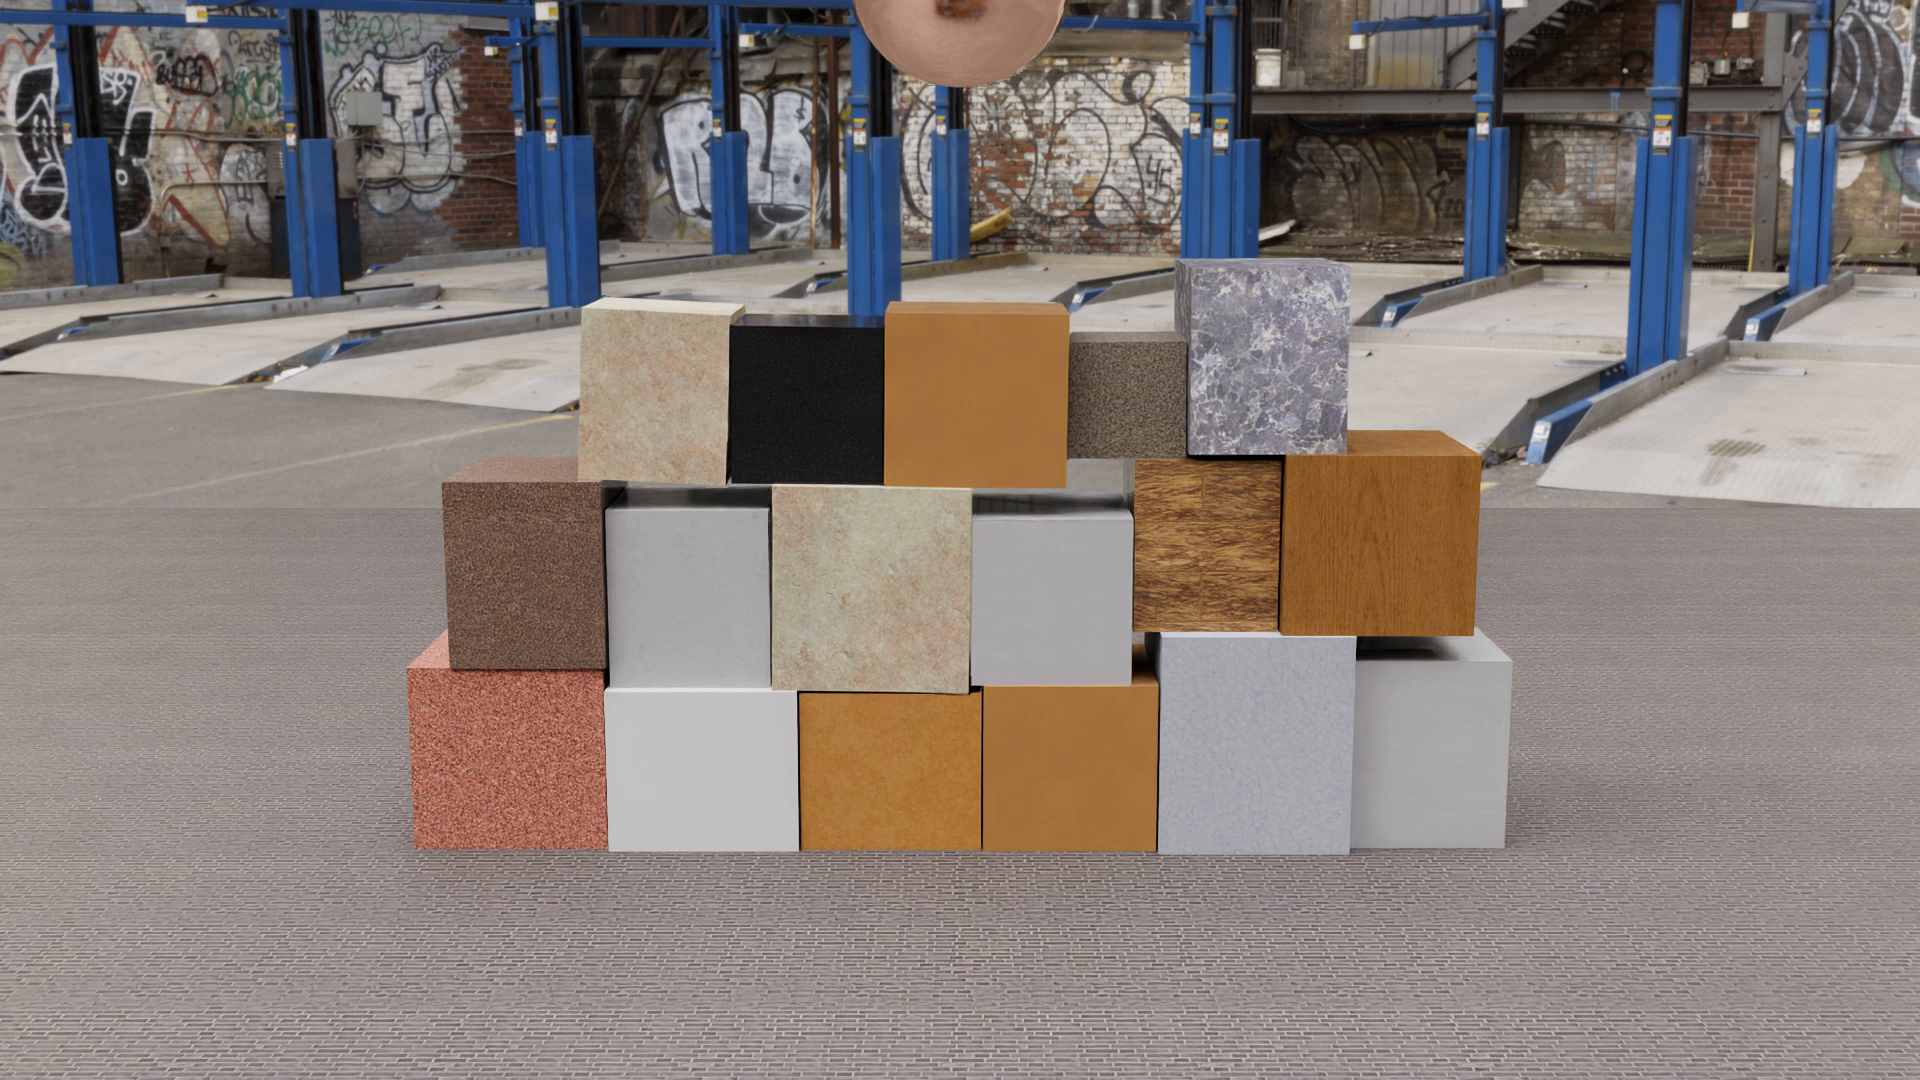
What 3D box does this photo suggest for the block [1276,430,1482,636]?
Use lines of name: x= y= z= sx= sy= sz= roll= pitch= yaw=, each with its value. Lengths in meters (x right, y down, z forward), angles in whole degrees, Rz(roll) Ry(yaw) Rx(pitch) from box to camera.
block: x=2.050 y=-0.053 z=11.169 sx=0.941 sy=0.893 sz=0.954 roll=0 pitch=10 yaw=0

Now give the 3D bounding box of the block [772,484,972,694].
block: x=-0.436 y=0.168 z=11.225 sx=0.972 sy=1.021 sz=0.900 roll=1 pitch=10 yaw=0

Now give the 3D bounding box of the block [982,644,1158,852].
block: x=0.548 y=1.055 z=11.391 sx=0.865 sy=0.848 sz=0.953 roll=0 pitch=10 yaw=0

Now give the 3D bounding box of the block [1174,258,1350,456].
block: x=1.490 y=-0.933 z=10.995 sx=0.760 sy=0.900 sz=0.843 roll=0 pitch=10 yaw=0

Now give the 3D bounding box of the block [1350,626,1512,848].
block: x=2.342 y=1.004 z=11.345 sx=0.786 sy=0.965 sz=0.777 roll=0 pitch=10 yaw=0

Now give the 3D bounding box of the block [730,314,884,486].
block: x=-0.741 y=-0.719 z=11.067 sx=0.746 sy=0.771 sz=0.758 roll=1 pitch=10 yaw=0

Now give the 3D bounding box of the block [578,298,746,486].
block: x=-1.488 y=-0.759 z=11.049 sx=0.722 sy=0.836 sz=0.724 roll=3 pitch=10 yaw=-1

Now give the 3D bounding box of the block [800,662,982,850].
block: x=-0.345 y=1.079 z=11.379 sx=0.901 sy=0.806 sz=0.877 roll=0 pitch=10 yaw=0

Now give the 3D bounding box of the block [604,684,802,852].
block: x=-1.281 y=1.073 z=11.366 sx=0.951 sy=0.822 sz=0.901 roll=0 pitch=10 yaw=0

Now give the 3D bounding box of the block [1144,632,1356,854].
block: x=1.465 y=0.929 z=11.361 sx=0.949 sy=1.108 sz=1.037 roll=0 pitch=10 yaw=0

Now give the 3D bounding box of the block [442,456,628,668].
block: x=-2.134 y=0.098 z=11.202 sx=0.771 sy=0.931 sz=0.885 roll=0 pitch=10 yaw=0

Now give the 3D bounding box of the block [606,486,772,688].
block: x=-1.339 y=0.224 z=11.239 sx=0.798 sy=0.893 sz=0.797 roll=0 pitch=10 yaw=0

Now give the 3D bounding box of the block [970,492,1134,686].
block: x=0.452 y=0.233 z=11.214 sx=0.791 sy=0.833 sz=0.845 roll=0 pitch=10 yaw=0

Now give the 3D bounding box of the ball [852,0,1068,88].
ball: x=0.000 y=-4.041 z=15.685 sx=1.600 sy=1.600 sz=1.600 roll=0 pitch=10 yaw=0

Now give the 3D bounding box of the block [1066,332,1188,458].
block: x=0.820 y=-0.734 z=11.031 sx=0.583 sy=0.573 sz=0.585 roll=0 pitch=10 yaw=0

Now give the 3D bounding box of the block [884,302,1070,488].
block: x=0.079 y=-0.742 z=11.044 sx=0.890 sy=0.846 sz=0.793 roll=1 pitch=10 yaw=0

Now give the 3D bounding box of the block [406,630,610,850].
block: x=-2.251 y=1.013 z=11.383 sx=0.968 sy=0.934 sz=0.879 roll=0 pitch=10 yaw=0

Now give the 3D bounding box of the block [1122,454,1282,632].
block: x=1.210 y=-0.036 z=11.177 sx=0.716 sy=0.855 sz=0.779 roll=0 pitch=10 yaw=0
